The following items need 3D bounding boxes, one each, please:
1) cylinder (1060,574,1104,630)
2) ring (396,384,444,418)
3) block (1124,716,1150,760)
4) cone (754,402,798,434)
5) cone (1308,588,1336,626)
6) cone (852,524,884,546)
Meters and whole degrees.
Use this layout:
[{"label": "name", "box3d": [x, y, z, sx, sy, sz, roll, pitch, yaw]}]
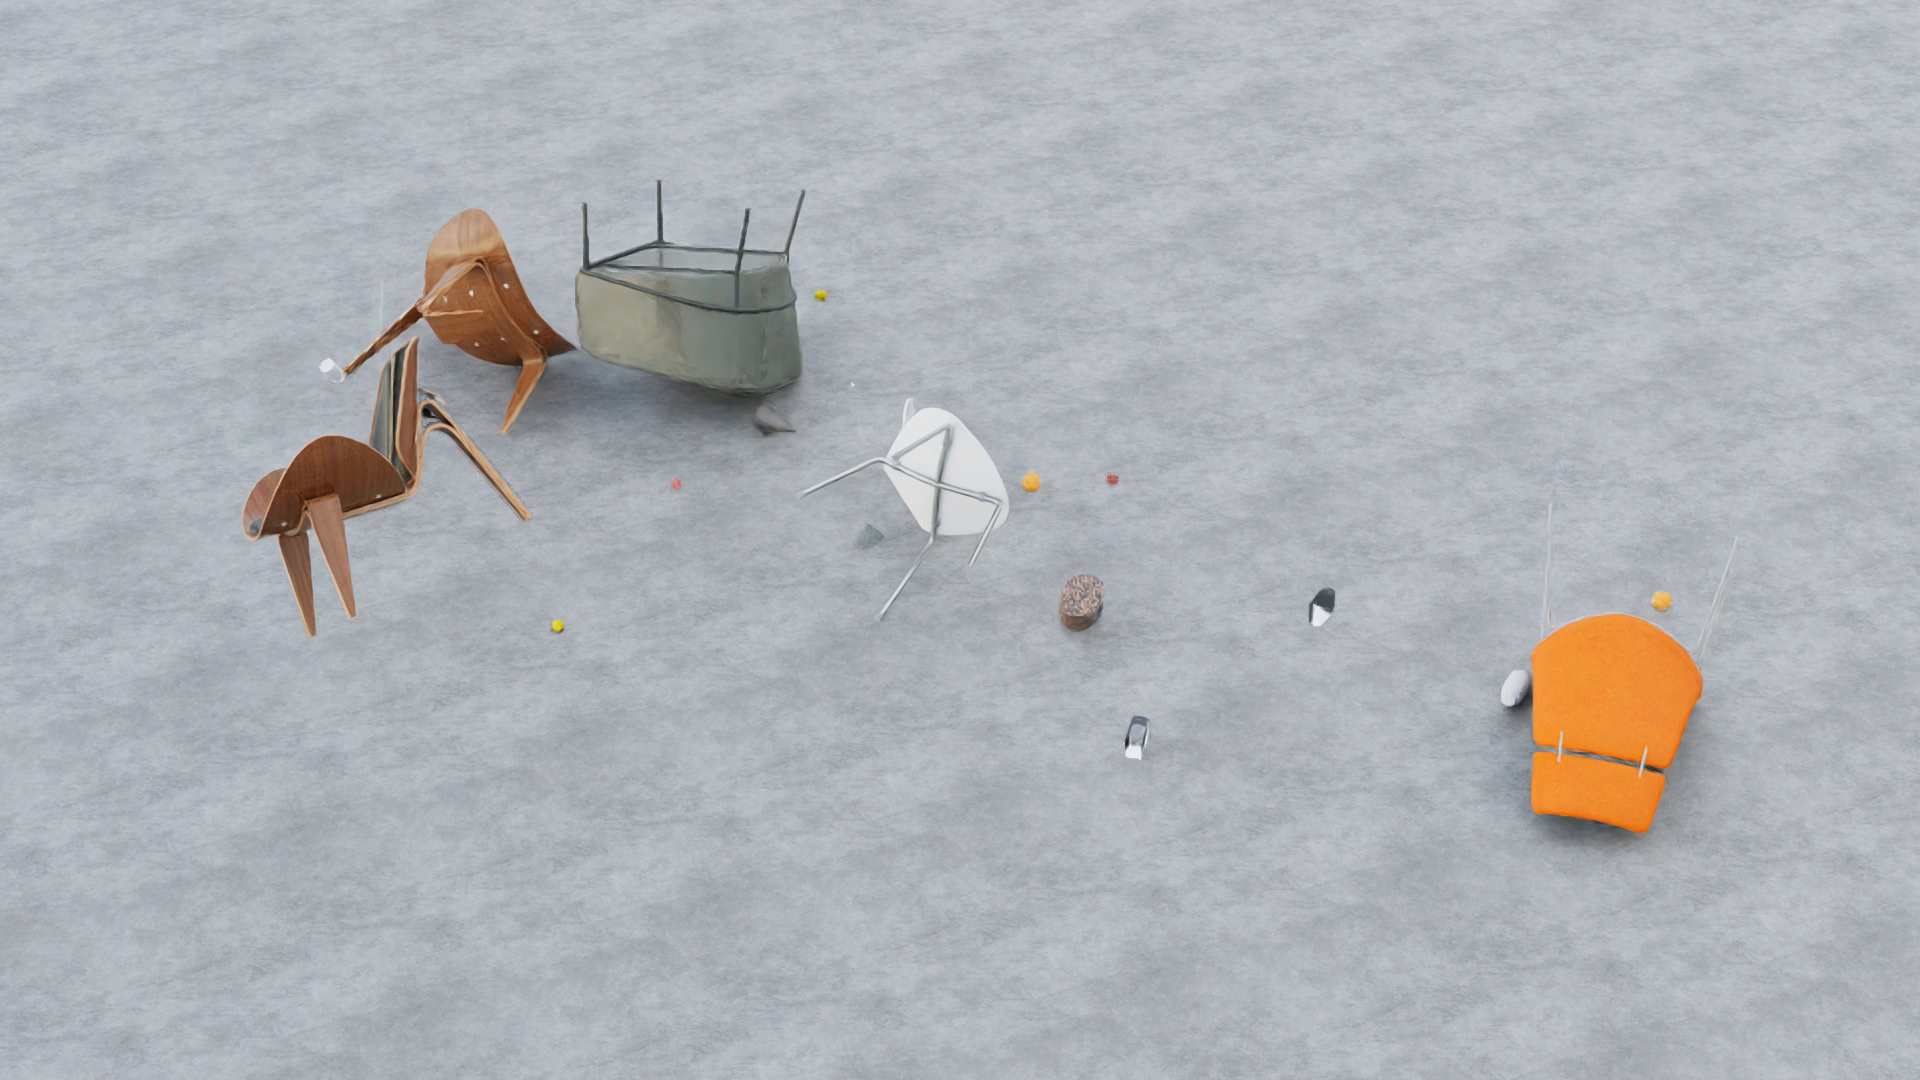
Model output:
[{"label": "cylinder", "box3d": [0.432, 0.220, 10.421, 0.148, 0.094, 0.186, 23, 60, 12]}, {"label": "ring", "box3d": [-2.139, -0.548, 11.613, 0.186, 0.097, 0.281, 17, 1, -30]}, {"label": "block", "box3d": [0.595, 0.663, 9.860, 0.055, 0.081, 0.125, 8, 37, 12]}, {"label": "cone", "box3d": [-0.697, -0.451, 11.454, 0.104, 0.124, 0.264, 0, 13, -31]}, {"label": "cone", "box3d": [1.277, 0.234, 10.536, 0.088, 0.150, 0.126, 26, -3, -16]}, {"label": "cone", "box3d": [-0.343, -0.032, 10.926, 0.129, 0.075, 0.068, -16, 37, -23]}]
